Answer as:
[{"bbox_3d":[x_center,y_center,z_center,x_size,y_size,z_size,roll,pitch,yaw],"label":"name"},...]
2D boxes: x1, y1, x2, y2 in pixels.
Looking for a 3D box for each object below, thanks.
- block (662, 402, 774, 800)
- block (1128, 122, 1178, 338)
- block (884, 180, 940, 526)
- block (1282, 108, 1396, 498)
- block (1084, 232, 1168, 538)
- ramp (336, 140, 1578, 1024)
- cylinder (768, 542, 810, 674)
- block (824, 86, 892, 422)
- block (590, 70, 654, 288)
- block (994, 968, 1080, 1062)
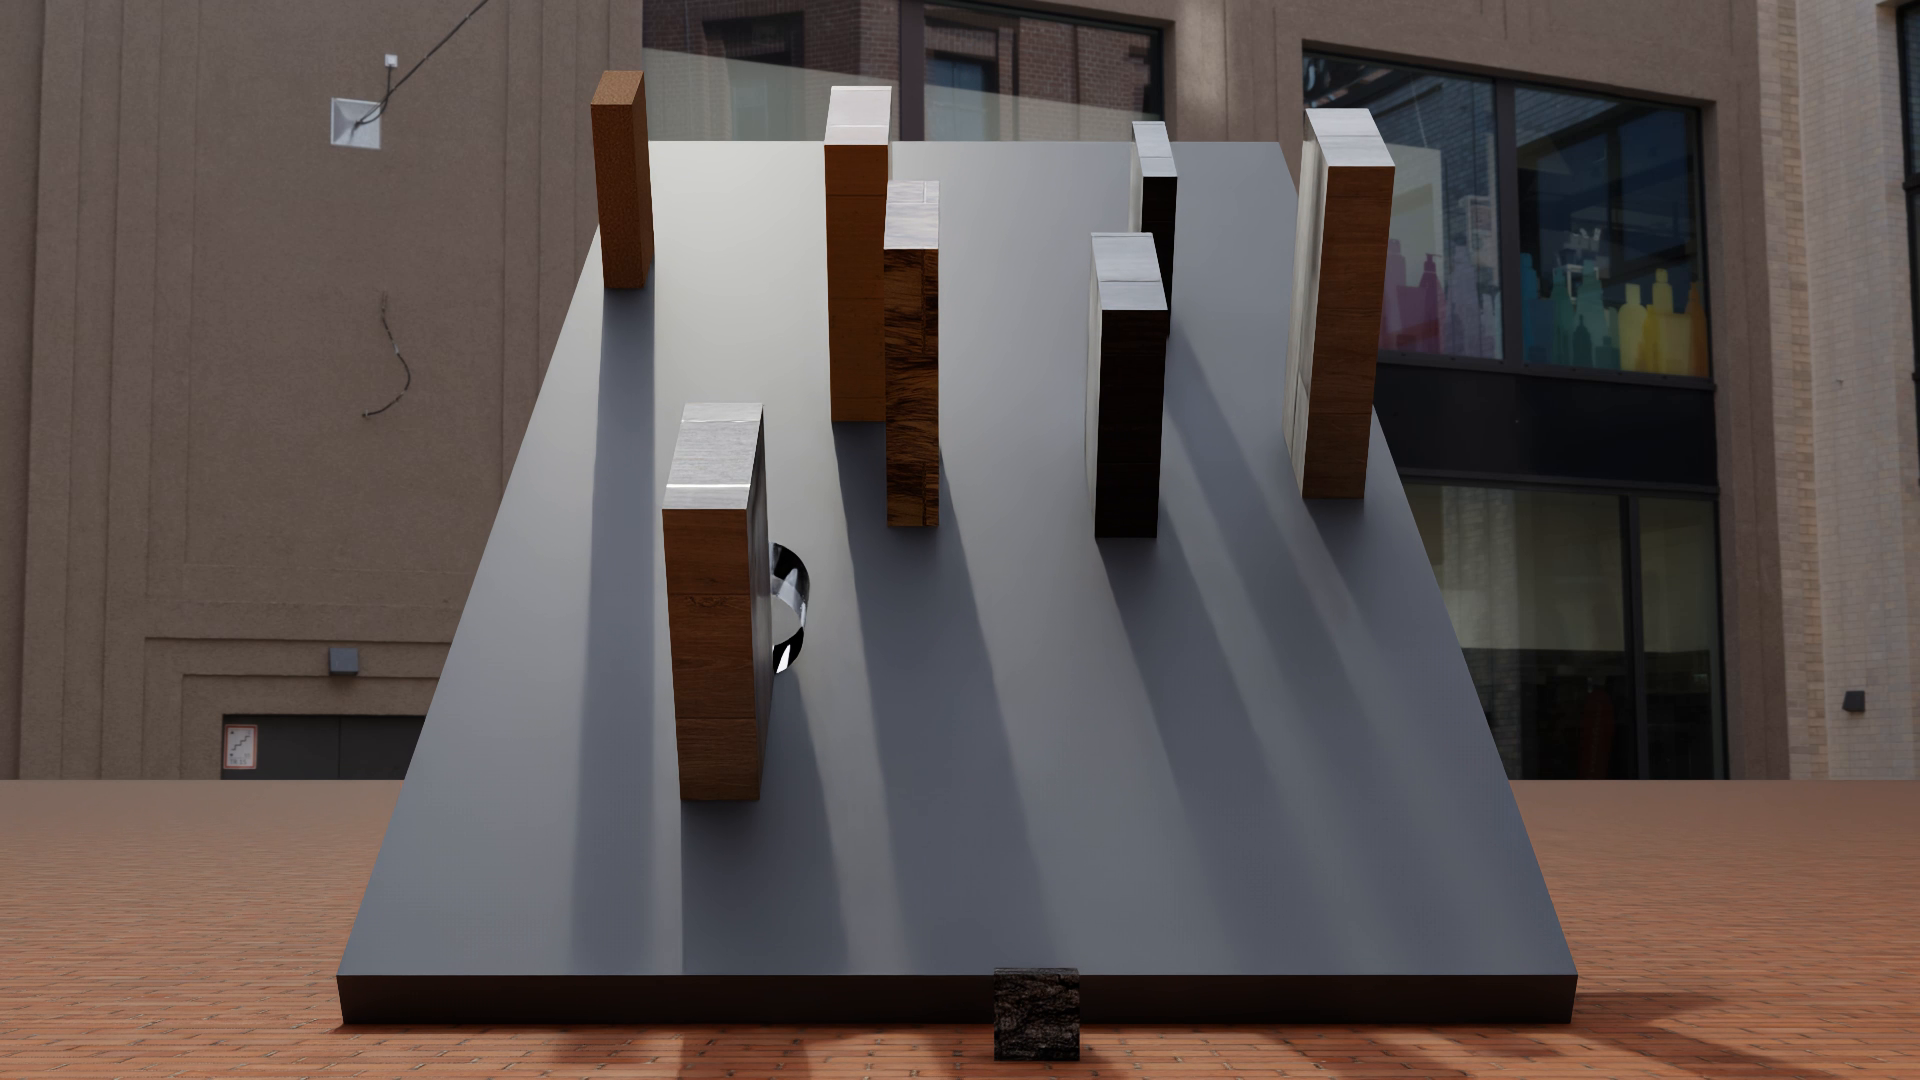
[{"bbox_3d":[-0.429,0.108,4.325,0.141,0.589,0.411,0,29,0],"label":"block"},{"bbox_3d":[0.489,-0.800,6.151,0.083,0.429,0.410,0,29,0],"label":"block"},{"bbox_3d":[-0.102,-0.407,5.211,0.111,0.641,0.397,0,29,0],"label":"block"},{"bbox_3d":[0.826,-0.519,5.283,0.138,0.773,0.366,0,29,0],"label":"block"},{"bbox_3d":[0.355,-0.340,5.207,0.134,0.530,0.426,0,29,0],"label":"block"},{"bbox_3d":[-0.012,-0.218,5.637,2.000,0.100,4.000,0,29,0],"label":"ramp"},{"bbox_3d":[-0.397,0.134,4.686,0.196,0.196,0.196,0,29,1],"label":"cylinder"},{"bbox_3d":[-0.233,-0.678,5.661,0.141,0.681,0.413,0,29,0],"label":"block"},{"bbox_3d":[-0.889,-0.954,6.345,0.105,0.504,0.276,0,29,0],"label":"block"},{"bbox_3d":[0.110,0.684,3.462,0.121,0.121,0.121,0,-6,1],"label":"block"}]
